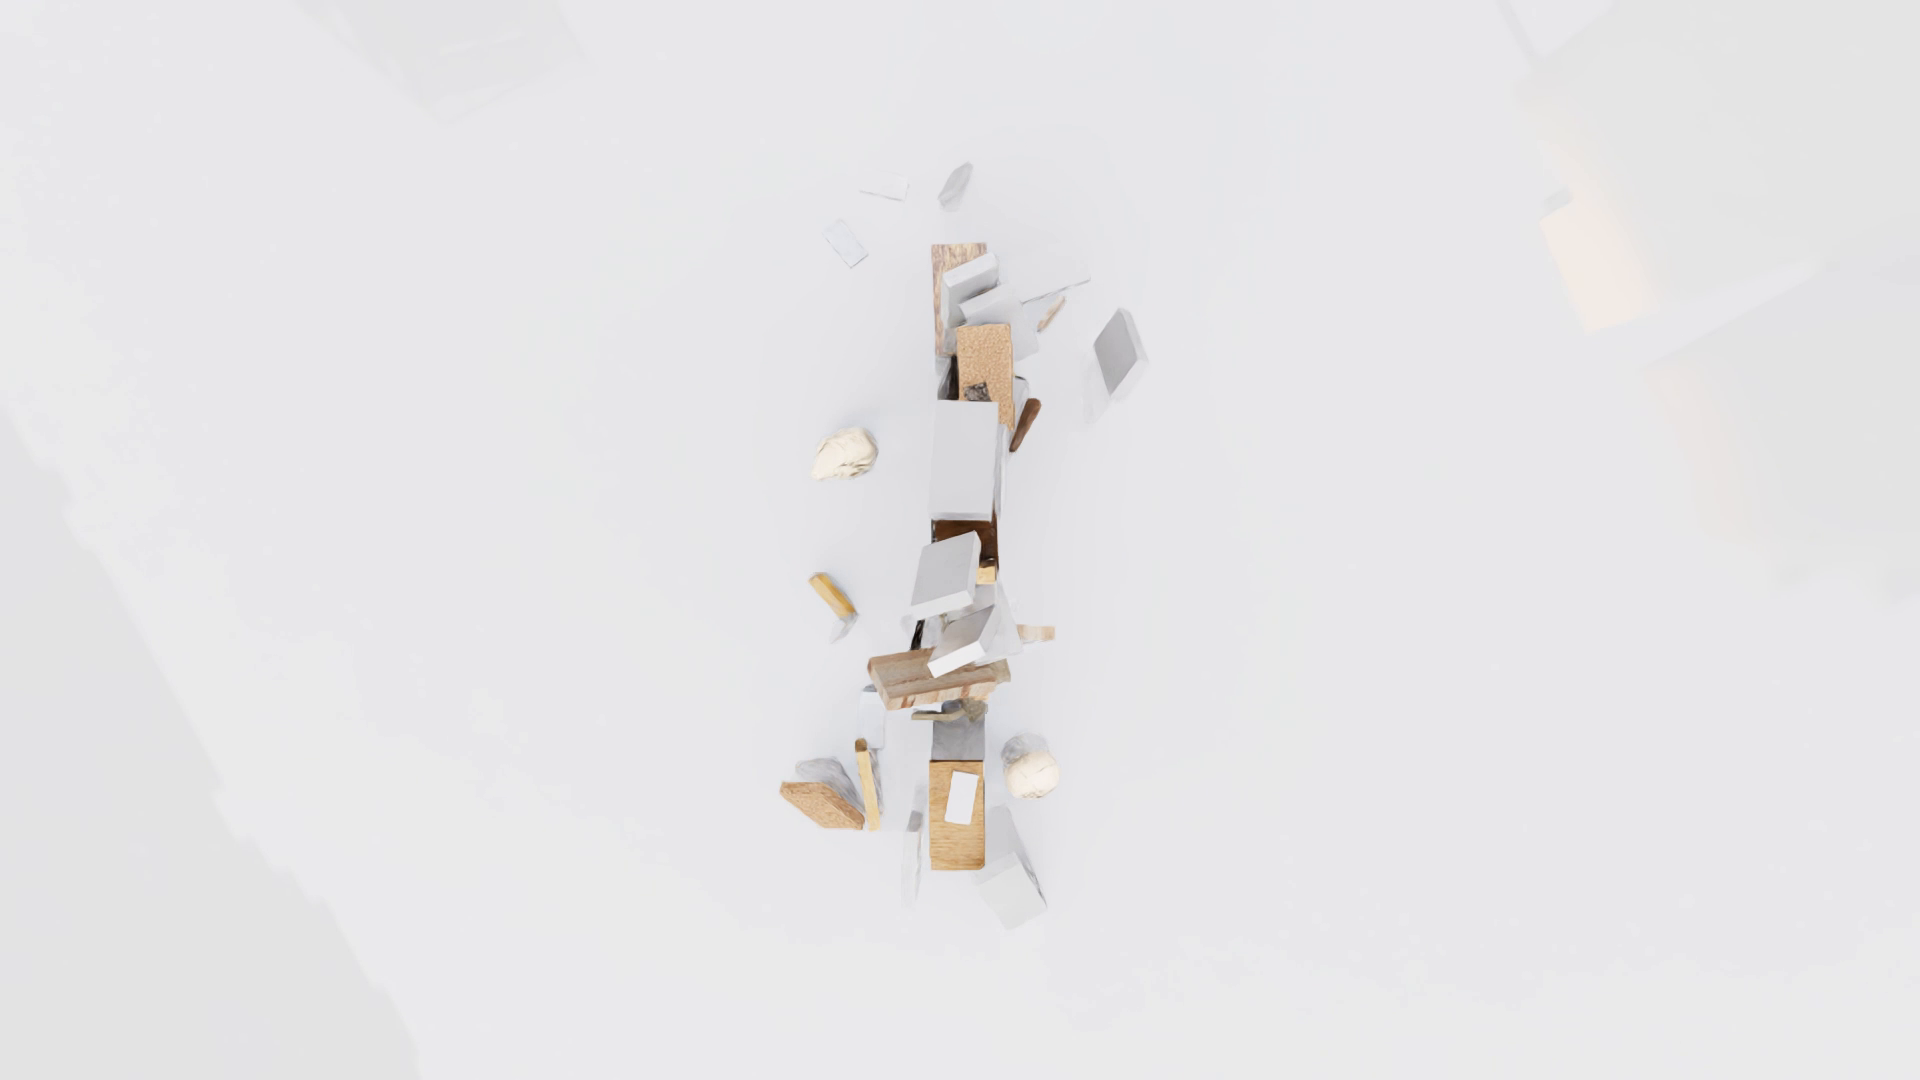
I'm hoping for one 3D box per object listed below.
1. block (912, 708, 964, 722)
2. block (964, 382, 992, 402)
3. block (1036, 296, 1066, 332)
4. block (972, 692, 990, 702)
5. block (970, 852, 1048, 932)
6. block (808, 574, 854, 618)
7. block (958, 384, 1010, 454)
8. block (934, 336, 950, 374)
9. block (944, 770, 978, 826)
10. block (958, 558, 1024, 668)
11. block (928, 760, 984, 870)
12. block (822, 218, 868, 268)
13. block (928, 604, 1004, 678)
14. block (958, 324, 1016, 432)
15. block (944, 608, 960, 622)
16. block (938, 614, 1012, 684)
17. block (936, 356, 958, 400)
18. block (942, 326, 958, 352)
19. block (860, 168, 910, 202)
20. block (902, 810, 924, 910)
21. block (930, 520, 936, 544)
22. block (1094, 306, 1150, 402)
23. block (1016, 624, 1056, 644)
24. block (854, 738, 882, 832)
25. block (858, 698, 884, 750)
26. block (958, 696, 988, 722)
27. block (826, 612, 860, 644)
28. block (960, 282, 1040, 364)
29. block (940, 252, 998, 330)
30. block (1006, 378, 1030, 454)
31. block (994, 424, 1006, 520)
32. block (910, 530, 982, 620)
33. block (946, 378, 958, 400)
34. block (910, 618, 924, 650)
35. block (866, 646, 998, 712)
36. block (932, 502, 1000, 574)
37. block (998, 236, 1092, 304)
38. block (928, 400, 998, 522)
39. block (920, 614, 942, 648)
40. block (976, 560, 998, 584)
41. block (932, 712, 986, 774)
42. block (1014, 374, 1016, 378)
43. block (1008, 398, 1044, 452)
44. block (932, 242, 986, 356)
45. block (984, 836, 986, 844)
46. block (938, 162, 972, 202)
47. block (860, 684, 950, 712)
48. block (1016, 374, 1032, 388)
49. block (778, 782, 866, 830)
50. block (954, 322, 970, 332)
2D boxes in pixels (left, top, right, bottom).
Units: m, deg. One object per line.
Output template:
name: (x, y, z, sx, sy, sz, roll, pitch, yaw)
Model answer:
block: (-0.072, 0.569, 5.378, 0.158, 0.079, 0.022, -3, 98, 38)
block: (0.057, -0.366, 4.548, 0.063, 0.018, 0.127, -14, 88, 10)
block: (0.302, -0.750, 5.467, 0.018, 0.063, 0.127, 37, 90, 9)
block: (0.031, 0.331, 4.835, 0.042, 0.297, 0.149, 5, 114, -22)
block: (0.161, 1.124, 5.245, 0.153, 0.555, 0.043, -28, 61, -2)
block: (-0.425, 0.183, 5.436, 0.167, 0.084, 0.024, 50, 60, -16)
block: (0.075, -0.426, 5.180, 0.155, 0.044, 0.310, -3, 102, -6)
block: (0.003, -0.602, 5.328, 0.170, 0.340, 0.048, 0, 82, 0)
block: (0.005, 0.799, 5.114, 0.079, 0.022, 0.158, 10, 92, 0)
block: (0.066, 0.192, 4.376, 0.132, 0.037, 0.265, -17, 71, -3)
block: (-0.010, 0.859, 5.151, 0.169, 0.048, 0.338, -1, 92, 0)
block: (-0.382, -0.987, 5.489, 0.076, 0.022, 0.152, -39, 90, 0)
block: (0.016, 0.250, 4.143, 0.144, 0.288, 0.041, -25, 100, 17)
block: (0.072, -0.447, 4.575, 0.146, 0.041, 0.292, -2, 90, 10)
block: (0.029, 0.154, 4.558, 0.132, 0.265, 0.037, -8, 68, -6)
block: (0.033, 0.274, 4.673, 0.148, 0.042, 0.297, -12, 66, -9)
block: (0.025, -0.513, 5.337, 0.155, 0.310, 0.044, 9, 75, -6)
block: (0.008, -0.620, 4.989, 0.116, 0.232, 0.033, 2, 78, -2)
block: (-0.251, -1.183, 5.489, 0.152, 0.022, 0.076, 13, 90, 0)
block: (-0.149, 1.011, 5.213, 0.039, 0.136, 0.273, 5, 109, 5)
block: (-0.020, 0.014, 5.165, 0.138, 0.276, 0.039, 5, 129, -7)
block: (0.494, -0.571, 5.068, 0.043, 0.307, 0.153, 22, 123, -23)
block: (0.162, 0.258, 4.524, 0.132, 0.265, 0.037, 4, 84, -13)
block: (-0.302, 0.801, 5.399, 0.039, 0.136, 0.273, -10, 102, -5)
block: (-0.293, 0.610, 5.476, 0.084, 0.024, 0.167, 0, 82, -1)
block: (-0.012, 0.440, 5.379, 0.079, 0.022, 0.318, -42, 109, -43)
block: (-0.379, 0.284, 5.337, 0.024, 0.167, 0.084, 33, 102, 6)
block: (0.118, -0.602, 4.689, 0.153, 0.307, 0.043, -25, 60, 5)
block: (0.026, -0.703, 4.673, 0.153, 0.307, 0.043, -26, 77, -8)
block: (0.087, -0.336, 4.653, 0.146, 0.041, 0.292, 6, 55, 20)
block: (0.039, -0.193, 4.437, 0.161, 0.321, 0.046, 11, 49, 9)
block: (-0.032, 0.084, 4.017, 0.144, 0.288, 0.041, -17, 116, 14)
block: (0.025, -0.391, 5.365, 0.155, 0.310, 0.044, 8, 49, -3)
block: (-0.068, 0.297, 5.193, 0.145, 0.399, 0.041, 20, 122, -3)
block: (-0.073, 0.355, 4.336, 0.307, 0.153, 0.043, -8, 135, -25)
block: (0.019, 0.025, 4.410, 0.161, 0.452, 0.046, -10, 62, -2)
block: (0.274, -0.888, 5.479, 0.293, 0.041, 0.146, -19, 90, 0)
block: (0.010, -0.206, 4.241, 0.161, 0.046, 0.321, 2, 65, 4)
block: (-0.044, 0.302, 5.026, 0.145, 0.041, 0.290, 12, 68, -4)
block: (0.020, 0.083, 4.246, 0.144, 0.288, 0.041, -3, 93, 2)
block: (-0.004, 0.649, 5.335, 0.169, 0.338, 0.048, 1, 113, 0)
block: (0.101, -0.426, 4.876, 0.023, 0.081, 0.161, 43, 61, -37)
block: (0.157, -0.326, 4.676, 0.025, 0.089, 0.177, 52, 57, -39)
block: (0.003, -0.749, 5.132, 0.170, 0.048, 0.340, -2, 90, 0)
block: (-0.005, 0.887, 5.339, 0.169, 0.338, 0.048, 1, 118, 0)
block: (-0.016, -1.177, 5.425, 0.022, 0.076, 0.152, 45, 50, -25)
block: (-0.179, 0.517, 5.406, 0.273, 0.136, 0.039, 5, 96, 10)
block: (0.125, -0.374, 4.924, 0.023, 0.081, 0.252, 29, 91, -41)
block: (-0.444, 0.860, 5.338, 0.153, 0.307, 0.043, -3, 60, 25)
block: (0.066, -0.622, 4.854, 0.116, 0.033, 0.232, -45, 90, 2)
